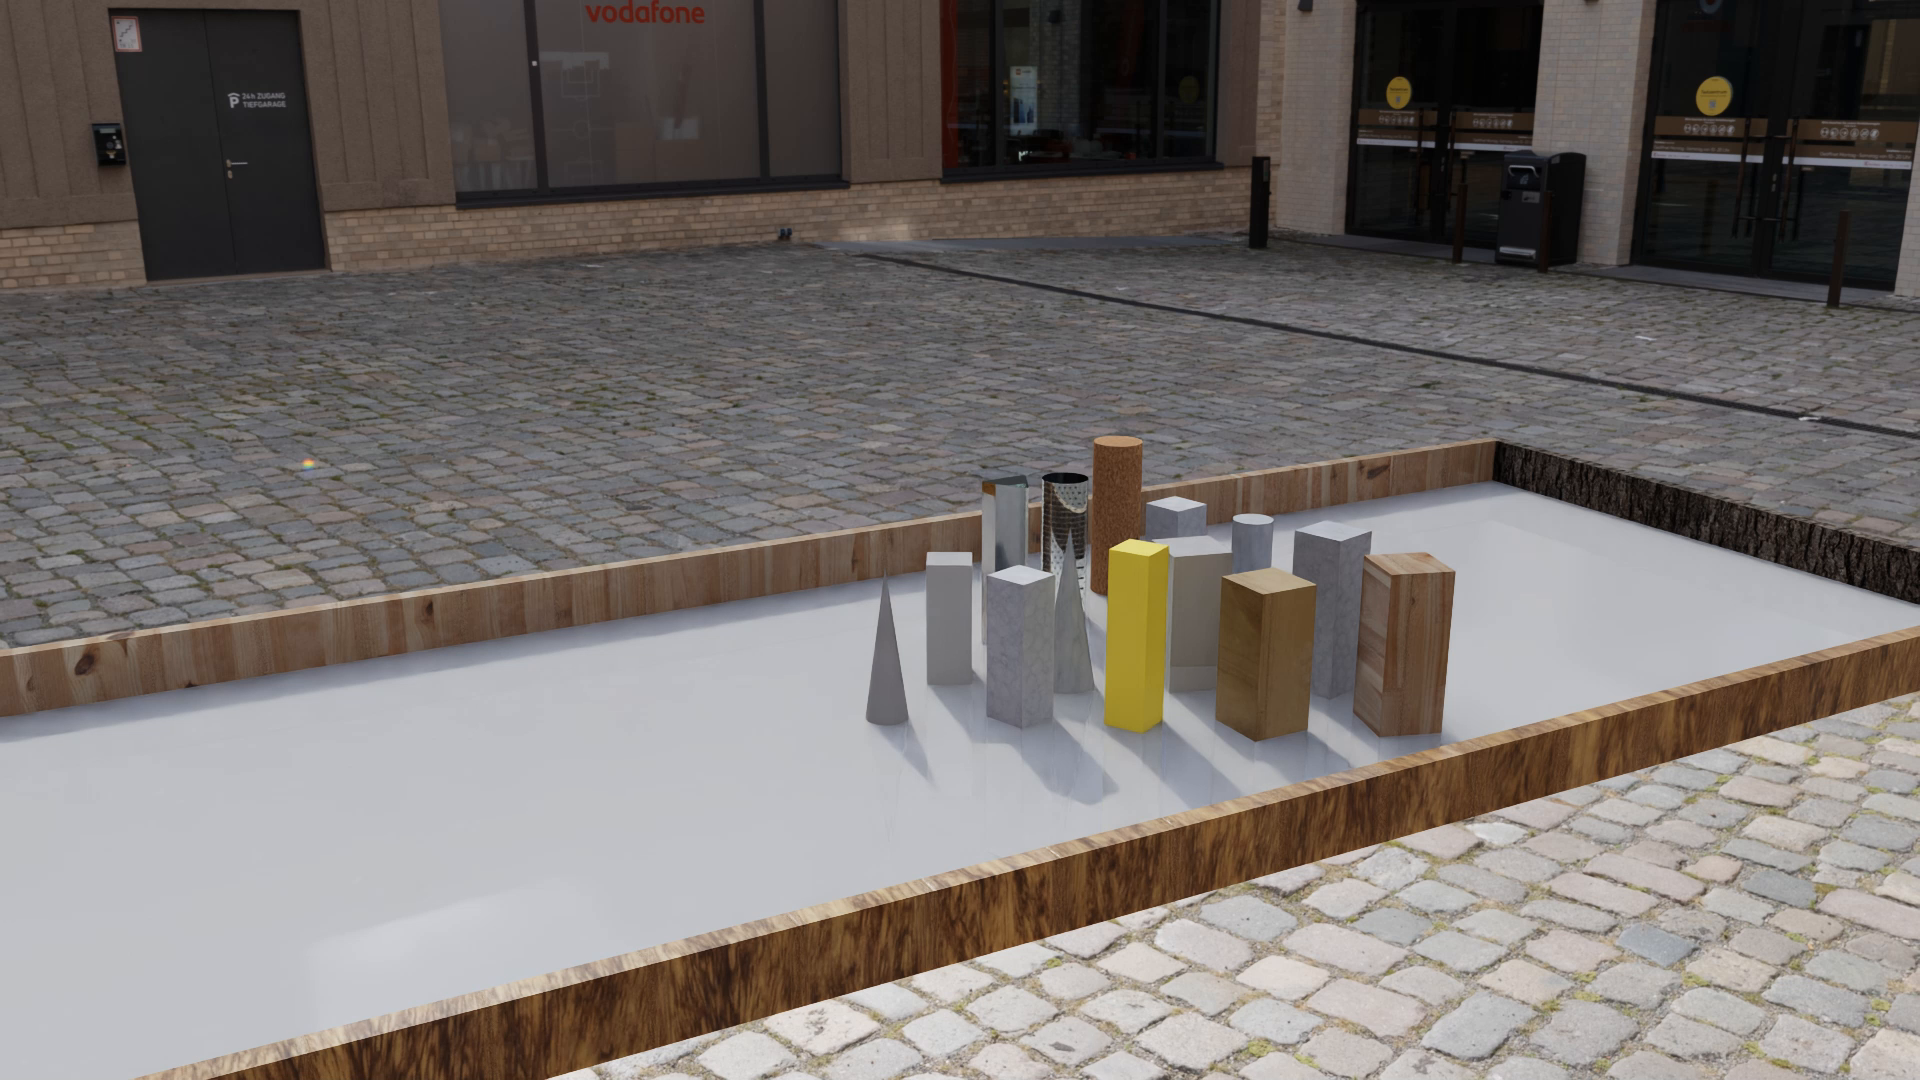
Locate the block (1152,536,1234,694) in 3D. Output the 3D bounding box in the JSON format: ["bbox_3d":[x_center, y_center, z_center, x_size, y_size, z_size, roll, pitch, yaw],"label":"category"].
[{"bbox_3d":[0.570,0.183,4.107,0.153,0.352,0.153,-4,17,-14],"label":"block"}]

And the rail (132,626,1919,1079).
[{"bbox_3d":[-2.336,1.006,1.665,12.000,0.150,0.050,-9,18,-27],"label":"rail"}]

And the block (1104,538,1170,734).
[{"bbox_3d":[0.410,0.223,3.833,0.102,0.430,0.102,10,19,32],"label":"block"}]

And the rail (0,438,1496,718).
[{"bbox_3d":[-3.305,0.497,3.399,12.000,0.150,0.050,-9,18,-27],"label":"rail"}]

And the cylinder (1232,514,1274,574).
[{"bbox_3d":[0.764,0.114,4.344,0.105,0.352,0.105,0,16,0],"label":"cylinder"}]

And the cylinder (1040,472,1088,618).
[{"bbox_3d":[0.288,0.021,4.577,0.128,0.398,0.128,0,16,0],"label":"cylinder"}]

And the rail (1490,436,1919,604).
[{"bbox_3d":[2.466,-0.048,5.253,0.050,0.150,2.100,-9,18,-27],"label":"rail"}]

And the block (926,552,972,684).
[{"bbox_3d":[-0.026,0.196,4.135,0.113,0.312,0.113,0,16,1],"label":"block"}]

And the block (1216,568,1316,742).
[{"bbox_3d":[0.708,0.263,3.829,0.153,0.355,0.153,-9,18,-27],"label":"block"}]

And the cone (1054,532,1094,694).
[{"bbox_3d":[0.268,0.165,4.069,0.136,0.409,0.136,0,16,0],"label":"cone"}]

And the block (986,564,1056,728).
[{"bbox_3d":[0.142,0.250,3.879,0.112,0.353,0.112,15,22,41],"label":"block"}]

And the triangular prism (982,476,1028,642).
[{"bbox_3d":[0.143,0.055,4.379,0.134,0.444,0.116,9,19,28],"label":"triangular prism"}]

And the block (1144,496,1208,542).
[{"bbox_3d":[0.599,0.054,4.603,0.118,0.321,0.118,-14,21,-39],"label":"block"}]

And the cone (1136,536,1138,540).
[{"bbox_3d":[0.463,0.136,4.349,0.144,0.306,0.144,0,16,0],"label":"cone"}]

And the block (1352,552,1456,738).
[{"bbox_3d":[1.030,0.242,3.836,0.154,0.393,0.154,-3,17,-9],"label":"block"}]

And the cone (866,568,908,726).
[{"bbox_3d":[-0.173,0.242,3.870,0.103,0.373,0.103,0,16,0],"label":"cone"}]

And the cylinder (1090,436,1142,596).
[{"bbox_3d":[0.455,-0.070,4.803,0.140,0.446,0.140,0,16,0],"label":"cylinder"}]

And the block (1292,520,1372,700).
[{"bbox_3d":[0.906,0.170,4.060,0.132,0.403,0.132,-15,22,-41],"label":"block"}]
